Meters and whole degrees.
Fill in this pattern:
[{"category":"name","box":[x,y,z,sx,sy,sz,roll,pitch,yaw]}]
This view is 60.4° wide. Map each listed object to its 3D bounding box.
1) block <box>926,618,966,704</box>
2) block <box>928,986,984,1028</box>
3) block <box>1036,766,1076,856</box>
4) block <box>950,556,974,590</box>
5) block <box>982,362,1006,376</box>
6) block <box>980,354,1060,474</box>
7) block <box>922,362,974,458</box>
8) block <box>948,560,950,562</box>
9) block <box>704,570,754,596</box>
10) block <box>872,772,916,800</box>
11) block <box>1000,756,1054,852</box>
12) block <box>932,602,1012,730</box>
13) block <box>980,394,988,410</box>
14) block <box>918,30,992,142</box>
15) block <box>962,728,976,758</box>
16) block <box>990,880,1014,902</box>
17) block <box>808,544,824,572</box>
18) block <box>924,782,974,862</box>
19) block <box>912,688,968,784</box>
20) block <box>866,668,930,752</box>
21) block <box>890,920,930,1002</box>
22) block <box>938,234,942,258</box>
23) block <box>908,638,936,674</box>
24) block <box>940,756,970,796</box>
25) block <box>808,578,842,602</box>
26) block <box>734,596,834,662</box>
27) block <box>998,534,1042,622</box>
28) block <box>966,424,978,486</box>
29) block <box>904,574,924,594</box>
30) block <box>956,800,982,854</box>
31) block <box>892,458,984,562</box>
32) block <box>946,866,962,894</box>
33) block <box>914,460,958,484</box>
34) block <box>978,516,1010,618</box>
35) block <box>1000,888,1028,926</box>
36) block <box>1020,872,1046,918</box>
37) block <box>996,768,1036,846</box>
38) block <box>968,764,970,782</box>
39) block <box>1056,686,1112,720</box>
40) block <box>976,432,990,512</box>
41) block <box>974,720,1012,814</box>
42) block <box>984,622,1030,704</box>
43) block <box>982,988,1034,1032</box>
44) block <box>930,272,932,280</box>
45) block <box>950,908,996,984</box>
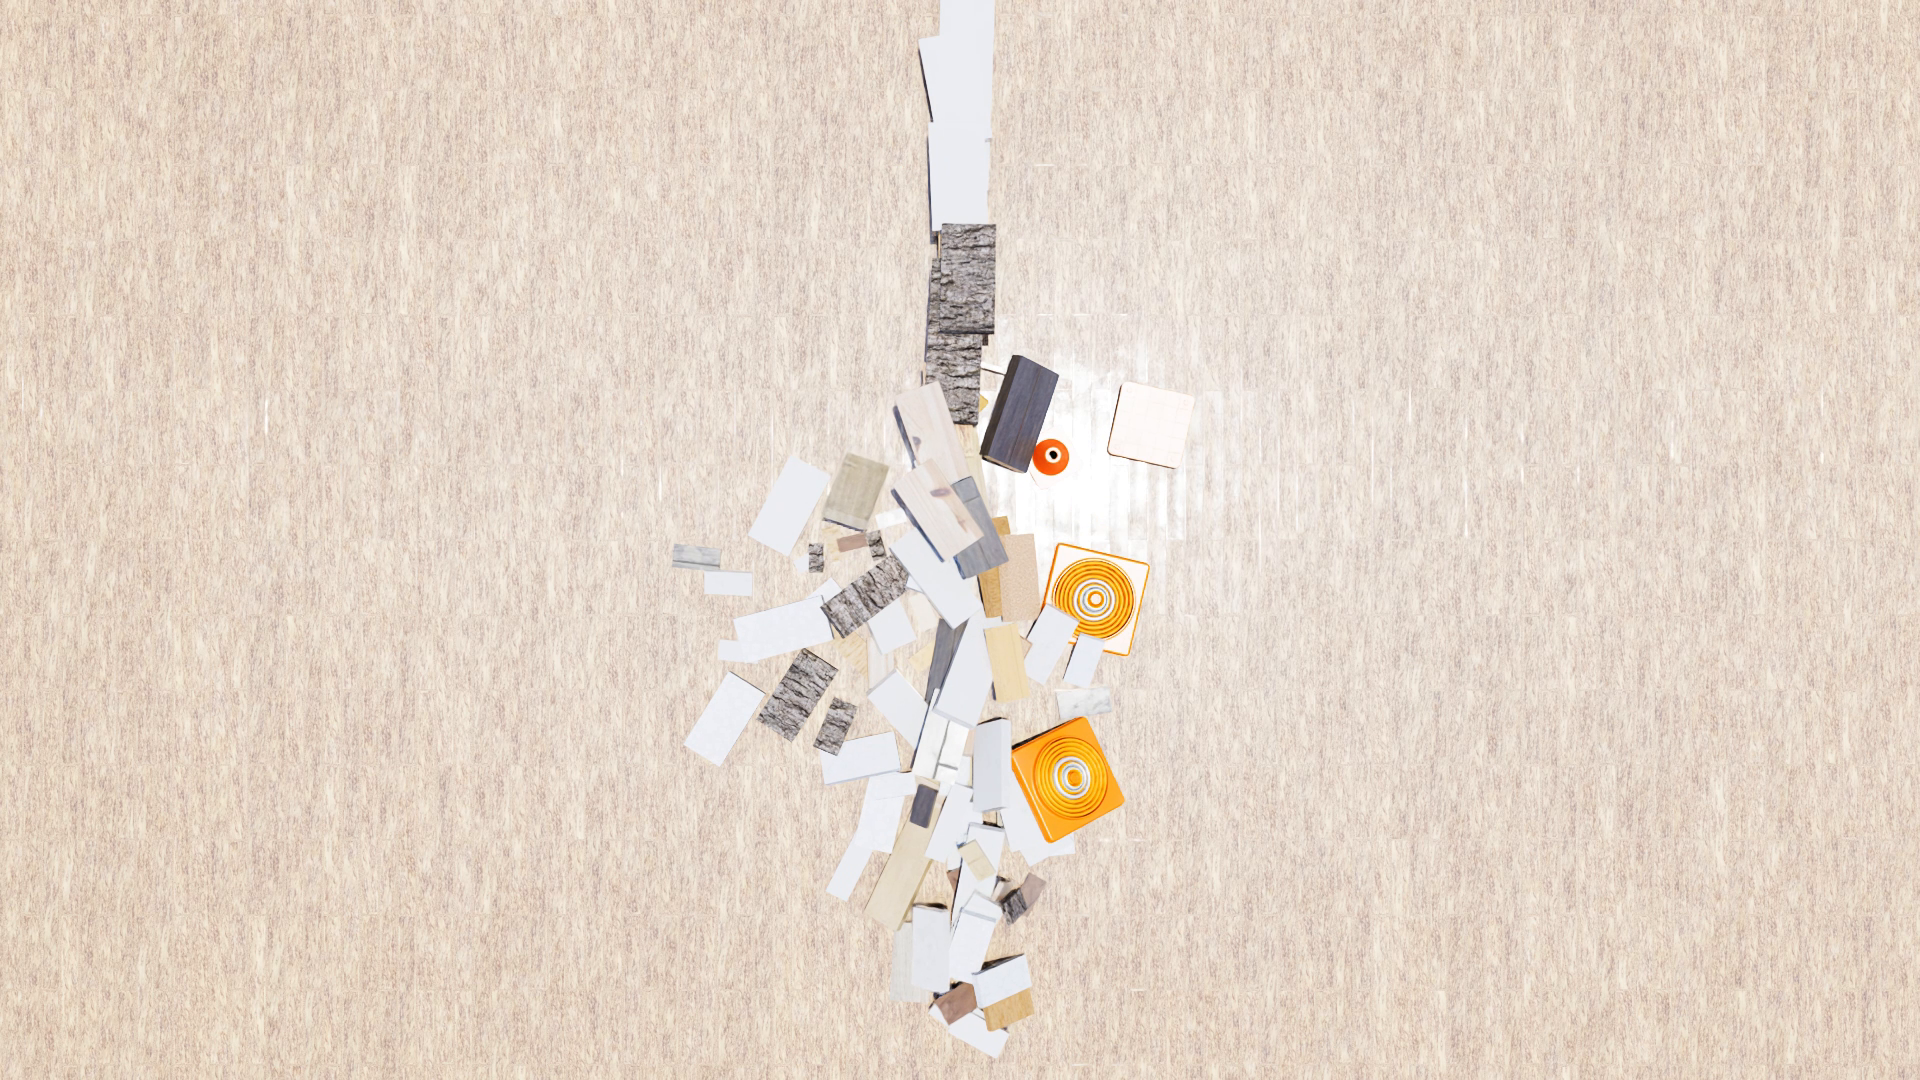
[{"category":"block","box":[-0.020,0.408,5.437,0.141,0.040,0.283,9,72,0]},{"category":"block","box":[0.014,1.579,5.454,0.214,0.030,0.107,36,90,0]},{"category":"block","box":[0.297,0.904,5.480,0.142,0.040,0.284,-6,90,0]},{"category":"block","box":[0.005,0.111,5.462,0.082,0.023,0.165,4,108,1]},{"category":"block","box":[0.115,-0.567,5.472,0.112,0.056,0.016,16,90,0]},{"category":"block","box":[0.196,-0.413,5.414,0.174,0.049,0.348,22,84,-36]},{"category":"block","box":[-0.037,-0.419,5.316,0.154,0.044,0.309,-2,85,2]},{"category":"block","box":[-0.006,-0.009,5.459,0.082,0.023,0.165,0,101,2]},{"category":"block","box":[-0.768,0.141,5.477,0.157,0.022,0.079,3,109,0]},{"category":"block","box":[-0.217,0.812,5.444,0.142,0.020,0.071,-8,77,-2]},{"category":"block","box":[0.201,0.862,5.394,0.142,0.040,0.284,-17,82,10]},{"category":"block","box":[0.046,0.405,5.367,0.142,0.040,0.418,26,59,-7]},{"category":"block","box":[0.032,-0.435,5.434,0.060,0.017,0.120,38,118,-23]},{"category":"block","box":[-0.015,-1.478,5.424,0.180,0.051,0.359,-11,90,0]},{"category":"block","box":[-0.013,0.565,5.430,0.141,0.040,0.283,7,69,0]},{"category":"block","box":[0.140,1.156,5.435,0.019,0.131,0.066,28,90,19]},{"category":"block","box":[-0.478,0.060,5.479,0.049,0.014,0.097,1,90,0]},{"category":"block","box":[-0.036,0.922,5.387,0.071,0.020,0.267,21,99,-3]},{"category":"block","box":[-0.051,0.636,5.344,0.141,0.040,0.283,15,84,1]},{"category":"block","box":[-0.177,0.561,5.446,0.130,0.037,0.259,-40,106,0]},{"category":"block","box":[-0.160,1.400,5.482,0.130,0.037,0.260,4,90,0]},{"category":"block","box":[-0.016,-1.003,5.375,0.104,0.029,0.208,0,84,0]},{"category":"block","box":[-0.110,0.386,5.492,0.116,0.016,0.058,-37,90,0]},{"category":"block","box":[-0.016,0.754,5.412,0.087,0.025,0.174,7,82,0]},{"category":"block","box":[-0.465,0.211,5.488,0.170,0.024,0.085,-40,90,0]},{"category":"block","box":[-0.581,0.294,5.446,0.302,0.043,0.151,-15,92,4]},{"category":"block","box":[0.194,0.123,5.434,0.142,0.040,0.284,-4,89,-44]},{"category":"block","box":[-0.022,-0.283,5.357,0.154,0.044,0.348,-2,78,2]},{"category":"block","box":[-0.118,0.091,5.455,0.083,0.023,0.166,21,75,-13]},{"category":"block","box":[0.032,0.942,5.419,0.090,0.025,0.179,-6,103,1]},{"category":"block","box":[-0.068,-0.097,5.197,0.148,0.042,0.295,-34,96,6]},{"category":"block","box":[0.019,1.161,5.477,0.077,0.022,0.155,-22,98,3]},{"category":"block","box":[-0.027,-0.130,5.277,0.154,0.044,0.309,-17,97,4]},{"category":"block","box":[0.122,0.087,5.432,0.142,0.040,0.319,-12,92,-44]},{"category":"block","box":[0.178,1.204,5.412,0.020,0.142,0.071,-22,90,25]},{"category":"block","box":[0.227,1.181,5.491,0.067,0.019,0.134,28,90,0]},{"category":"block","box":[0.188,0.883,5.449,0.127,0.036,0.255,-2,91,12]},{"category":"block","box":[-0.008,0.710,5.464,0.087,0.025,0.174,4,74,0]},{"category":"block","box":[0.414,0.541,5.488,0.176,0.025,0.088,-8,90,0]},{"category":"block","box":[0.009,-0.200,5.381,0.142,0.040,0.284,-8,78,1]},{"category":"block","box":[0.104,0.736,5.361,0.040,0.142,0.284,16,65,-37]},{"category":"block","box":[0.155,0.401,5.378,0.035,0.122,0.245,-12,87,44]},{"category":"block","box":[0.160,1.545,5.435,0.183,0.026,0.091,-12,90,-37]},{"category":"block","box":[-0.021,-0.782,5.370,0.104,0.029,0.208,-15,81,-3]},{"category":"block","box":[0.029,1.329,5.390,0.116,0.033,0.232,17,104,0]}]
